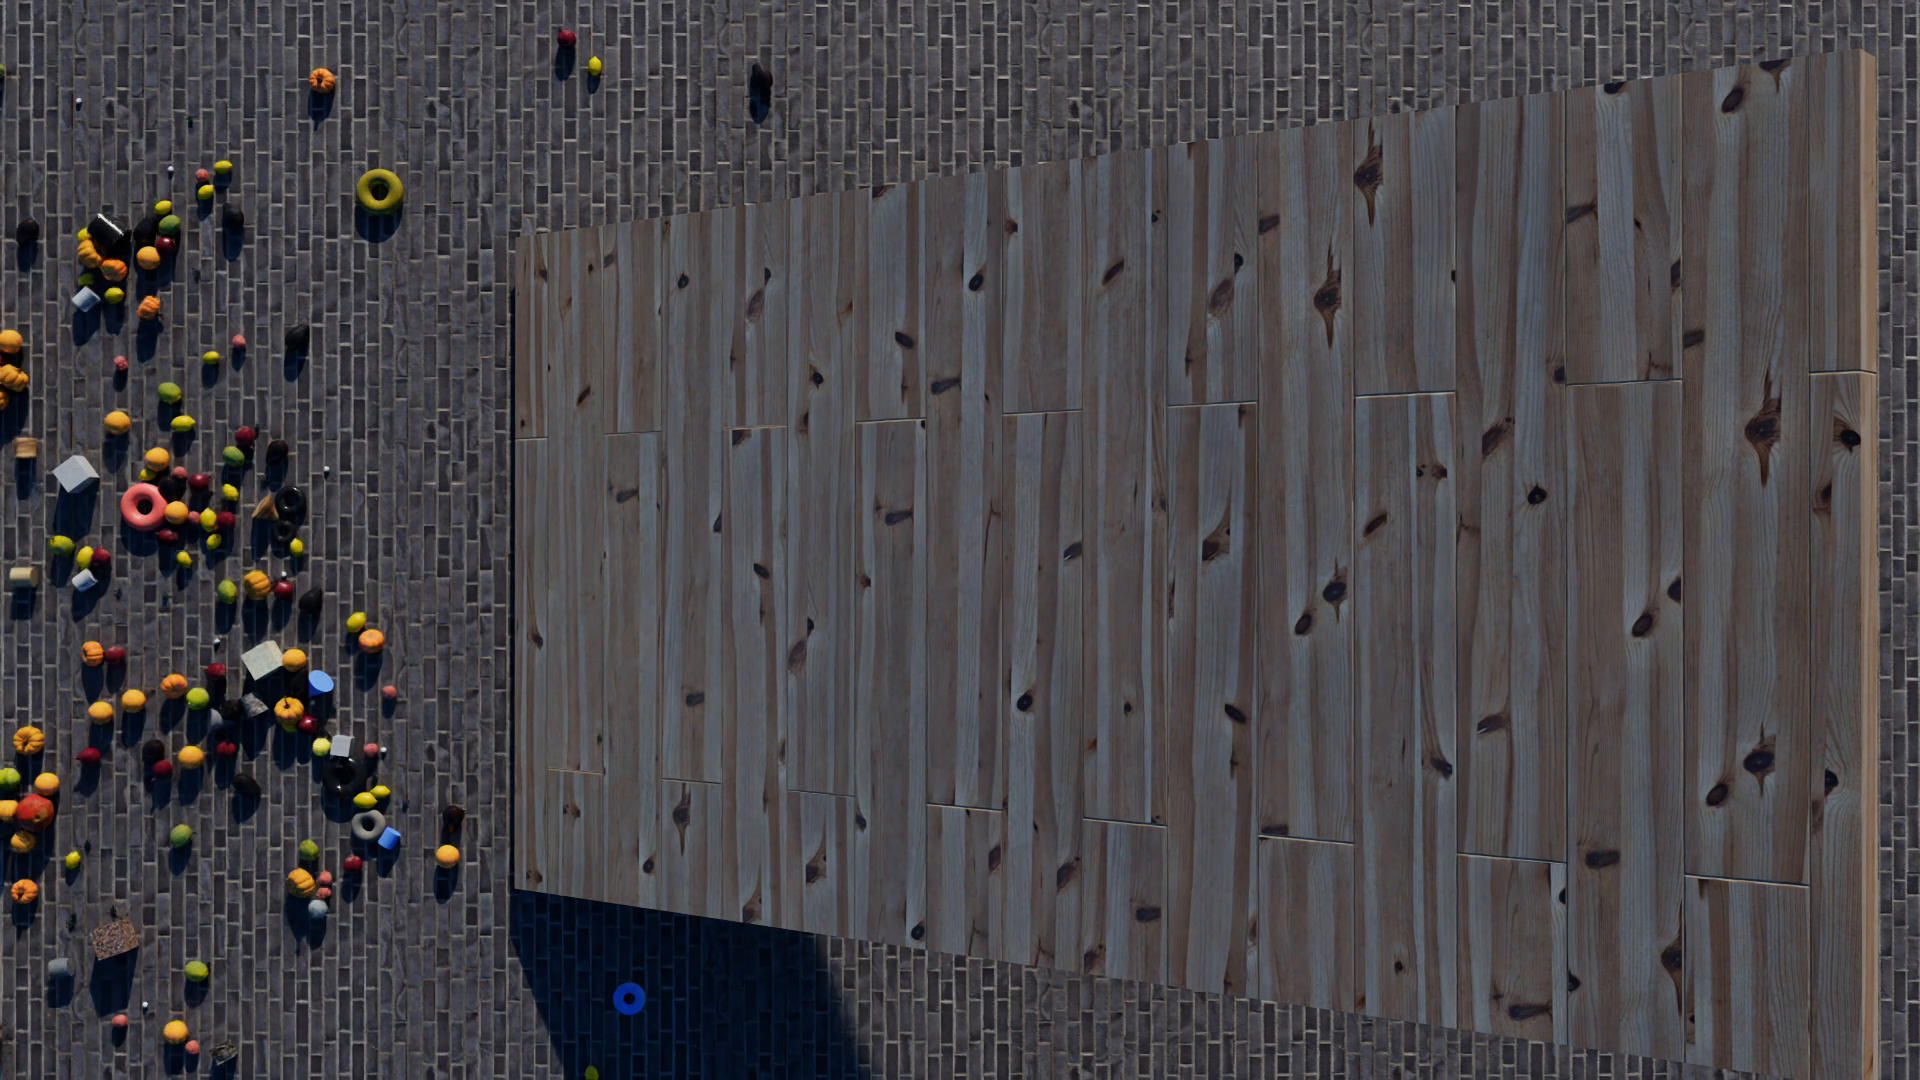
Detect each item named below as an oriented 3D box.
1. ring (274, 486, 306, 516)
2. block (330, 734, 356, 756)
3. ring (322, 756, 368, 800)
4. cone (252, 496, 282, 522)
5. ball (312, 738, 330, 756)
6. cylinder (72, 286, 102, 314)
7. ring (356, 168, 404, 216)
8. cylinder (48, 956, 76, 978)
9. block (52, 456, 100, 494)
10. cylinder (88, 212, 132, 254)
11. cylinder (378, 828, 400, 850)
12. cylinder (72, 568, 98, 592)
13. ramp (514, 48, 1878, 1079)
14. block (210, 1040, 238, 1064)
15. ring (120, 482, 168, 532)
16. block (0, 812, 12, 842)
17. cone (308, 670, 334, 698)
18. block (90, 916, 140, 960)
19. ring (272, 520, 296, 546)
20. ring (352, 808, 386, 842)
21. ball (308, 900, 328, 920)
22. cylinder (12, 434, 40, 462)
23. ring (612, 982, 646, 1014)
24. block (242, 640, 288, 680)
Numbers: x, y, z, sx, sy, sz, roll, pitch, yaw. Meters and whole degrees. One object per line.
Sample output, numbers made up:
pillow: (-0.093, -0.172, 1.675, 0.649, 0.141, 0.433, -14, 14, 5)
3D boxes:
ring: (-2.075, -0.120, 6.818, 0.098, 0.033, 0.098, 0, 91, 0)
block: (-1.908, 0.636, 6.801, 0.057, 0.057, 0.057, 8, 90, 0)
ring: (-1.905, 0.734, 6.806, 0.139, 0.046, 0.139, 0, 90, -1)
cone: (-2.133, -0.079, 6.815, 0.085, 0.085, 0.085, 41, 90, -26)
ball: (-1.975, 0.640, 6.802, 0.055, 0.055, 0.055, 0, 90, 0)
cylinder: (-2.704, -0.745, 6.808, 0.060, 0.060, 0.060, -43, 90, 0)
ring: (-1.799, -1.076, 6.816, 0.148, 0.049, 0.148, 0, 91, -1)
cylinder: (-2.776, 1.322, 6.795, 0.059, 0.059, 0.059, -9, 90, 0)
block: (-2.731, -0.203, 6.793, 0.083, 0.083, 0.083, -37, 90, 0)
cylinder: (-2.627, -0.951, 6.793, 0.092, 0.092, 0.092, 39, 90, 0)
cylinder: (-1.765, 0.923, 6.802, 0.051, 0.051, 0.051, 36, 80, 0)
cylinder: (-2.708, 0.124, 6.805, 0.055, 0.055, 0.055, -36, 90, 0)
ramp: (0.214, 0.062, 5.529, 4.000, 0.100, 2.000, 0, 90, 39)
block: (-2.276, 1.583, 6.797, 0.053, 0.053, 0.053, -29, 90, 0)
ring: (-2.524, -0.102, 6.810, 0.150, 0.050, 0.150, 0, 91, 1)
block: (-3.002, 0.897, 6.781, 0.093, 0.093, 0.093, -30, 90, 0)
cone: (-1.999, 0.462, 6.811, 0.083, 0.083, 0.083, 44, 116, 0)
block: (-2.607, 1.228, 6.778, 0.094, 0.094, 0.094, -18, 90, 0)
ring: (-2.097, -0.023, 6.820, 0.079, 0.026, 0.079, 0, 90, -1)
ring: (-1.832, 0.884, 6.810, 0.107, 0.036, 0.107, 0, 88, 0)
ball: (-1.985, 1.141, 6.796, 0.061, 0.061, 0.061, 0, 90, 0)
cylinder: (-2.891, -0.284, 6.804, 0.063, 0.063, 0.063, -16, 112, 0)
ring: (-1.024, 1.420, 6.808, 0.102, 0.034, 0.102, 0, 90, -1)
block: (-2.146, 0.371, 6.787, 0.088, 0.088, 0.088, -31, 90, 0)
